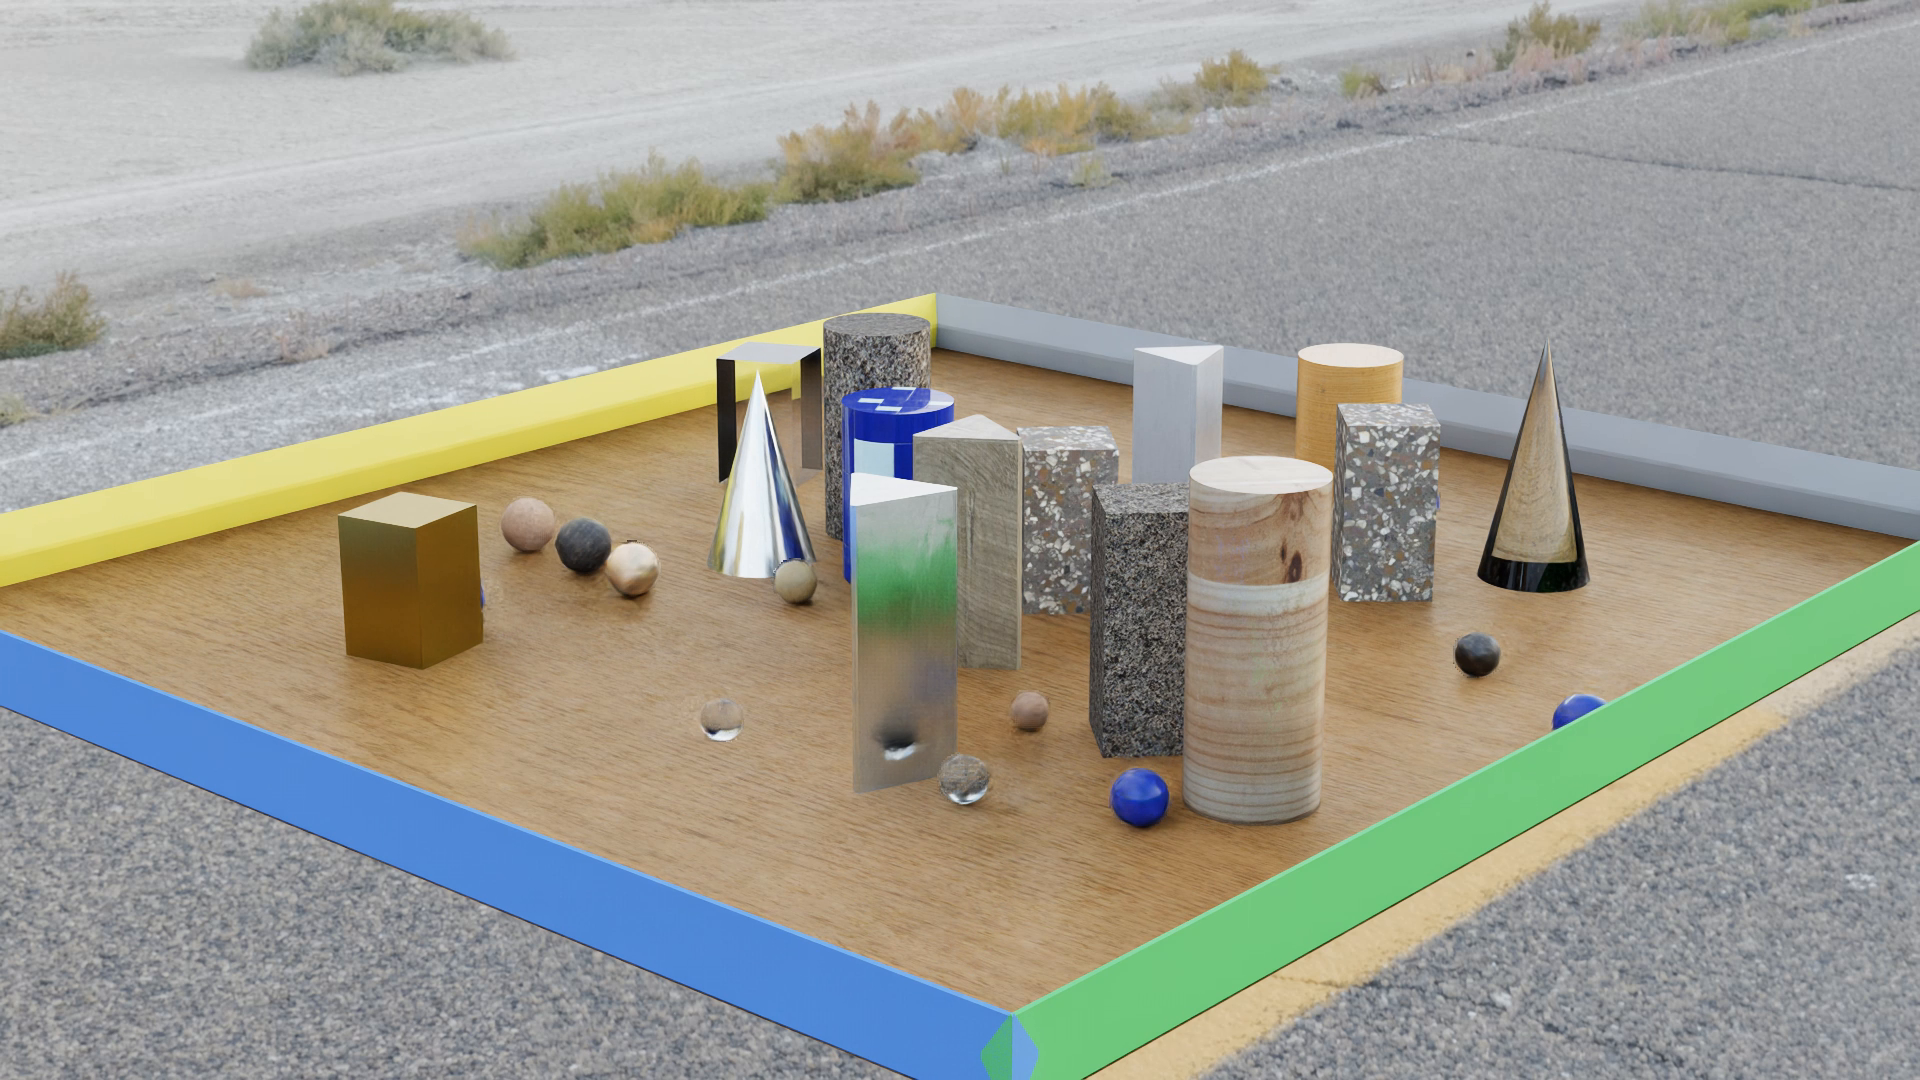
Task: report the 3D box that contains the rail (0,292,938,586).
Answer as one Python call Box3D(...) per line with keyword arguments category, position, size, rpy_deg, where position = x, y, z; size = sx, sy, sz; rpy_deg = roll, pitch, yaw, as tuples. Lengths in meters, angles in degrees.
Box3D(category="rail", position=(-0.971, -0.211, 5.927), size=(0.045, 0.129, 2.838), rpy_deg=(14, 22, 39))

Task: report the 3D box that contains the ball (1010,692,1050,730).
Box3D(category="ball", position=(0.107, 0.261, 4.485), size=(0.059, 0.059, 0.059), rpy_deg=(0, 17, 0))

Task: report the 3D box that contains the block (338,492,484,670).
Box3D(category="block", position=(-0.902, 0.065, 4.823), size=(0.159, 0.240, 0.159), rpy_deg=(9, 19, 28))

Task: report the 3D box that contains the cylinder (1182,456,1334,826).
Box3D(category="cylinder", position=(0.419, 0.141, 4.145), size=(0.199, 0.485, 0.199), rpy_deg=(0, 17, 0))

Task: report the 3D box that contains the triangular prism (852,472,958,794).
Box3D(category="triangular prism", position=(-0.115, 0.128, 4.279), size=(0.172, 0.433, 0.149), rpy_deg=(-10, 19, -30))

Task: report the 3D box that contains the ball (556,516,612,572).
Box3D(category="ball", position=(-0.675, 0.008, 5.256), size=(0.099, 0.099, 0.099), rpy_deg=(0, 17, 0))

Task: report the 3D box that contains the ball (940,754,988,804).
Box3D(category="ball", position=(0.006, 0.342, 4.196), size=(0.071, 0.071, 0.071), rpy_deg=(0, 17, 0))

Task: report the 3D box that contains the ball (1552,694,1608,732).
Box3D(category="ball", position=(0.931, 0.276, 4.373), size=(0.096, 0.096, 0.096), rpy_deg=(0, 17, 0))

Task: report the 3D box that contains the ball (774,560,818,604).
Box3D(category="ball", position=(-0.285, 0.073, 5.083), size=(0.075, 0.075, 0.075), rpy_deg=(0, 17, 0))

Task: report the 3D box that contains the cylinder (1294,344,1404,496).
Box3D(category="cylinder", position=(0.740, -0.203, 5.596), size=(0.199, 0.307, 0.199), rpy_deg=(0, 17, 0))

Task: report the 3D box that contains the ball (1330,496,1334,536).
Box3D(category="ball", position=(0.687, -0.044, 5.469), size=(0.076, 0.076, 0.076), rpy_deg=(0, 17, 0))

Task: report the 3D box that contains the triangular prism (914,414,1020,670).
Box3D(category="triangular prism", position=(0.021, 0.000, 4.784), size=(0.172, 0.386, 0.149), rpy_deg=(2, 17, 7))

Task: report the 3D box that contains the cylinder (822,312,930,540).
Box3D(category="cylinder", position=(-0.153, -0.209, 5.461), size=(0.199, 0.396, 0.199), rpy_deg=(0, 17, 0))

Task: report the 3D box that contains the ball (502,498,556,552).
Box3D(category="ball", position=(-0.792, -0.029, 5.379), size=(0.099, 0.099, 0.099), rpy_deg=(0, 17, 0))

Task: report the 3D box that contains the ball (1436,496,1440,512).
Box3D(category="ball", position=(0.877, -0.072, 5.572), size=(0.070, 0.070, 0.070), rpy_deg=(0, 17, 0))

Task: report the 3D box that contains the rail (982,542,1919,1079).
Box3D(category="rail", position=(0.971, 0.275, 4.313), size=(0.045, 0.129, 2.838), rpy_deg=(14, 22, 39))

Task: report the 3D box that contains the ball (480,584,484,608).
Box3D(category="ball", position=(-0.851, 0.099, 4.971), size=(0.090, 0.090, 0.090), rpy_deg=(0, 17, 0))

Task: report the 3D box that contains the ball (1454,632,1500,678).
Box3D(category="ball", position=(0.833, 0.184, 4.716), size=(0.073, 0.073, 0.073), rpy_deg=(0, 17, 0))

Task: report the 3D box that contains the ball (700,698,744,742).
Box3D(category="ball", position=(-0.360, 0.272, 4.439), size=(0.066, 0.066, 0.066), rpy_deg=(0, 17, 0))

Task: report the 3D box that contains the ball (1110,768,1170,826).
Box3D(category="ball", position=(0.252, 0.361, 4.115), size=(0.082, 0.082, 0.082), rpy_deg=(0, 17, 0))

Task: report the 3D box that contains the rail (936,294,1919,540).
Box3D(category="rail", position=(0.915, -0.271, 6.129), size=(2.619, 0.129, 0.045), rpy_deg=(14, 22, 39))

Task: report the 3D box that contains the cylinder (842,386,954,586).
Box3D(category="cylinder", position=(-0.109, -0.091, 5.200), size=(0.199, 0.322, 0.199), rpy_deg=(0, 17, 0))

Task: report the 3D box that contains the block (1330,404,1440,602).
Box3D(category="block", position=(0.743, -0.067, 5.131), size=(0.159, 0.315, 0.159), rpy_deg=(0, 17, 1))

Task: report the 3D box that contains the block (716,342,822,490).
Box3D(category="block", position=(-0.378, -0.249, 5.839), size=(0.159, 0.255, 0.159), rpy_deg=(6, 18, 18))

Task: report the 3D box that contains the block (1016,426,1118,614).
Box3D(category="block", position=(0.183, -0.035, 5.069), size=(0.159, 0.290, 0.159), rpy_deg=(-1, 17, -4))

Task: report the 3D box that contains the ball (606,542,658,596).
Box3D(category="ball", position=(-0.573, 0.051, 5.125), size=(0.092, 0.092, 0.092), rpy_deg=(0, 17, 0))

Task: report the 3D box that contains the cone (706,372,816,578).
Box3D(category="cone", position=(-0.360, -0.132, 5.275), size=(0.199, 0.357, 0.199), rpy_deg=(0, 17, 0))

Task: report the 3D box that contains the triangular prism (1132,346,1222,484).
Box3D(category="triangular prism", position=(0.447, -0.219, 5.665), size=(0.149, 0.298, 0.172), rpy_deg=(-13, 21, -36))

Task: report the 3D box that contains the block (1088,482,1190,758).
Box3D(category="block", position=(0.285, 0.119, 4.403), size=(0.159, 0.379, 0.159), rpy_deg=(-1, 17, -5))

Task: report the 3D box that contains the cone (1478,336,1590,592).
Box3D(category="cone", position=(1.025, -0.148, 5.178), size=(0.199, 0.442, 0.199), rpy_deg=(0, 17, 0))

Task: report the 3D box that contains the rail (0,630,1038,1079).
Box3D(category="rail", position=(-0.915, 0.336, 4.111), size=(2.619, 0.129, 0.045), rpy_deg=(14, 22, 39))
